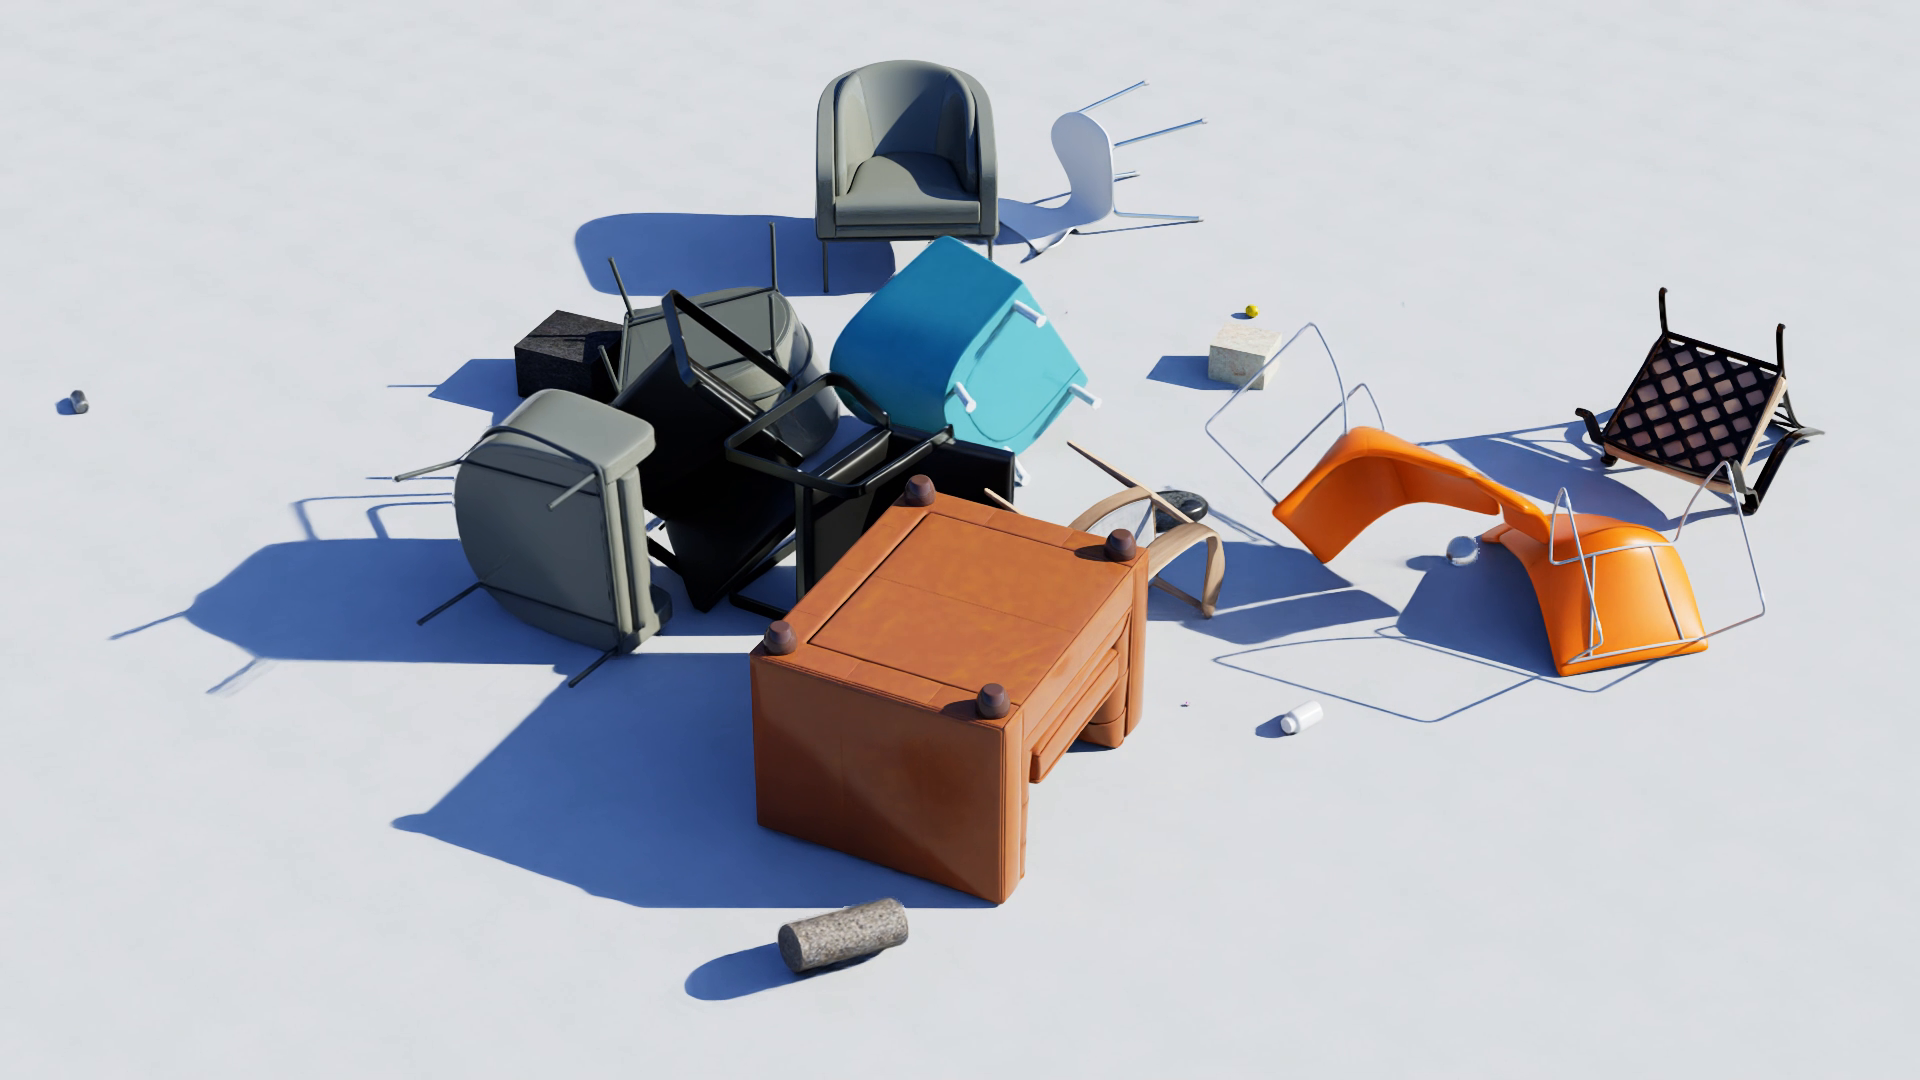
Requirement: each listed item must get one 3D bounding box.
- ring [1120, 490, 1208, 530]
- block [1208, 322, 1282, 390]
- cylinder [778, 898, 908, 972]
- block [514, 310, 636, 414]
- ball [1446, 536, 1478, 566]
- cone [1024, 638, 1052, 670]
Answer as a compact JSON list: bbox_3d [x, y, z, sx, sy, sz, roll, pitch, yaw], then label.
[{"bbox_3d":[0.772,-0.111,11.040,0.345,0.082,0.196,-8,35,-13],"label":"ring"},{"bbox_3d":[1.160,-0.750,11.938,0.238,0.159,0.206,13,36,19],"label":"block"},{"bbox_3d":[-0.356,1.202,8.923,0.339,0.147,0.291,-12,-4,-18],"label":"cylinder"},{"bbox_3d":[-1.550,-0.719,11.826,0.353,0.231,0.334,14,36,20],"label":"block"},{"bbox_3d":[1.844,0.041,10.778,0.115,0.115,0.115,0,33,0],"label":"ball"},{"bbox_3d":[0.291,0.405,10.293,0.086,0.085,0.135,10,39,-40],"label":"cone"}]
